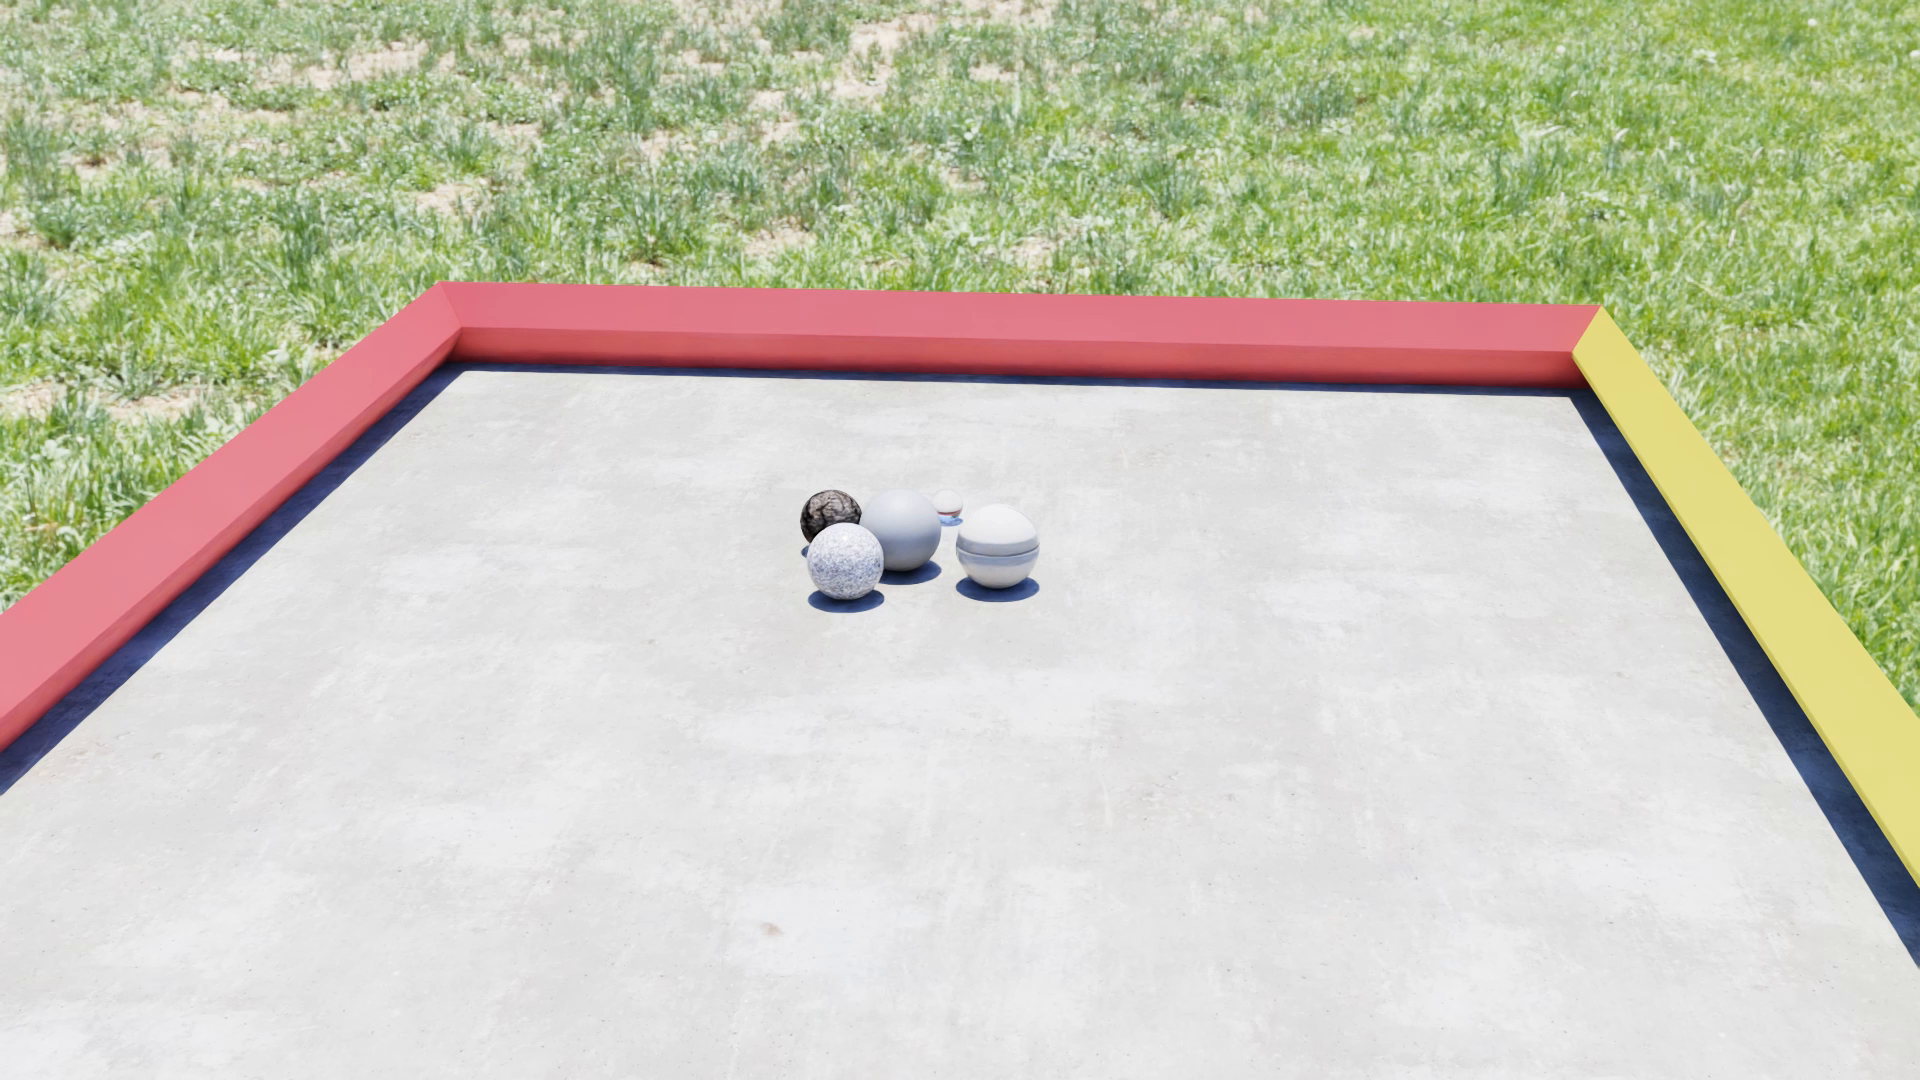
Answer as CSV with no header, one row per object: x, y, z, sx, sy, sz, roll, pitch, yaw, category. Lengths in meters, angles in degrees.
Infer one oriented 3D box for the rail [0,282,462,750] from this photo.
-0.903,0.236,1.785,0.045,0.123,3.298,2,20,5,rail

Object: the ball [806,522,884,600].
-0.126,0.024,2.421,0.086,0.086,0.086,0,20,0,ball

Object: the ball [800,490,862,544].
-0.150,-0.022,2.563,0.074,0.074,0.074,0,20,0,ball

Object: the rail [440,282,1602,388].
0.069,-0.297,3.237,1.718,0.123,0.045,2,20,5,rail

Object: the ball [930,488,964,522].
-0.016,-0.042,2.666,0.040,0.040,0.040,0,20,0,ball

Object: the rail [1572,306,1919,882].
0.762,0.286,1.650,0.045,0.123,3.298,2,20,5,rail

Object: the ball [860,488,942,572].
-0.068,-0.011,2.502,0.095,0.095,0.095,0,20,0,ball

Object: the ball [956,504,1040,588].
0.042,0.007,2.453,0.095,0.095,0.095,0,20,0,ball
